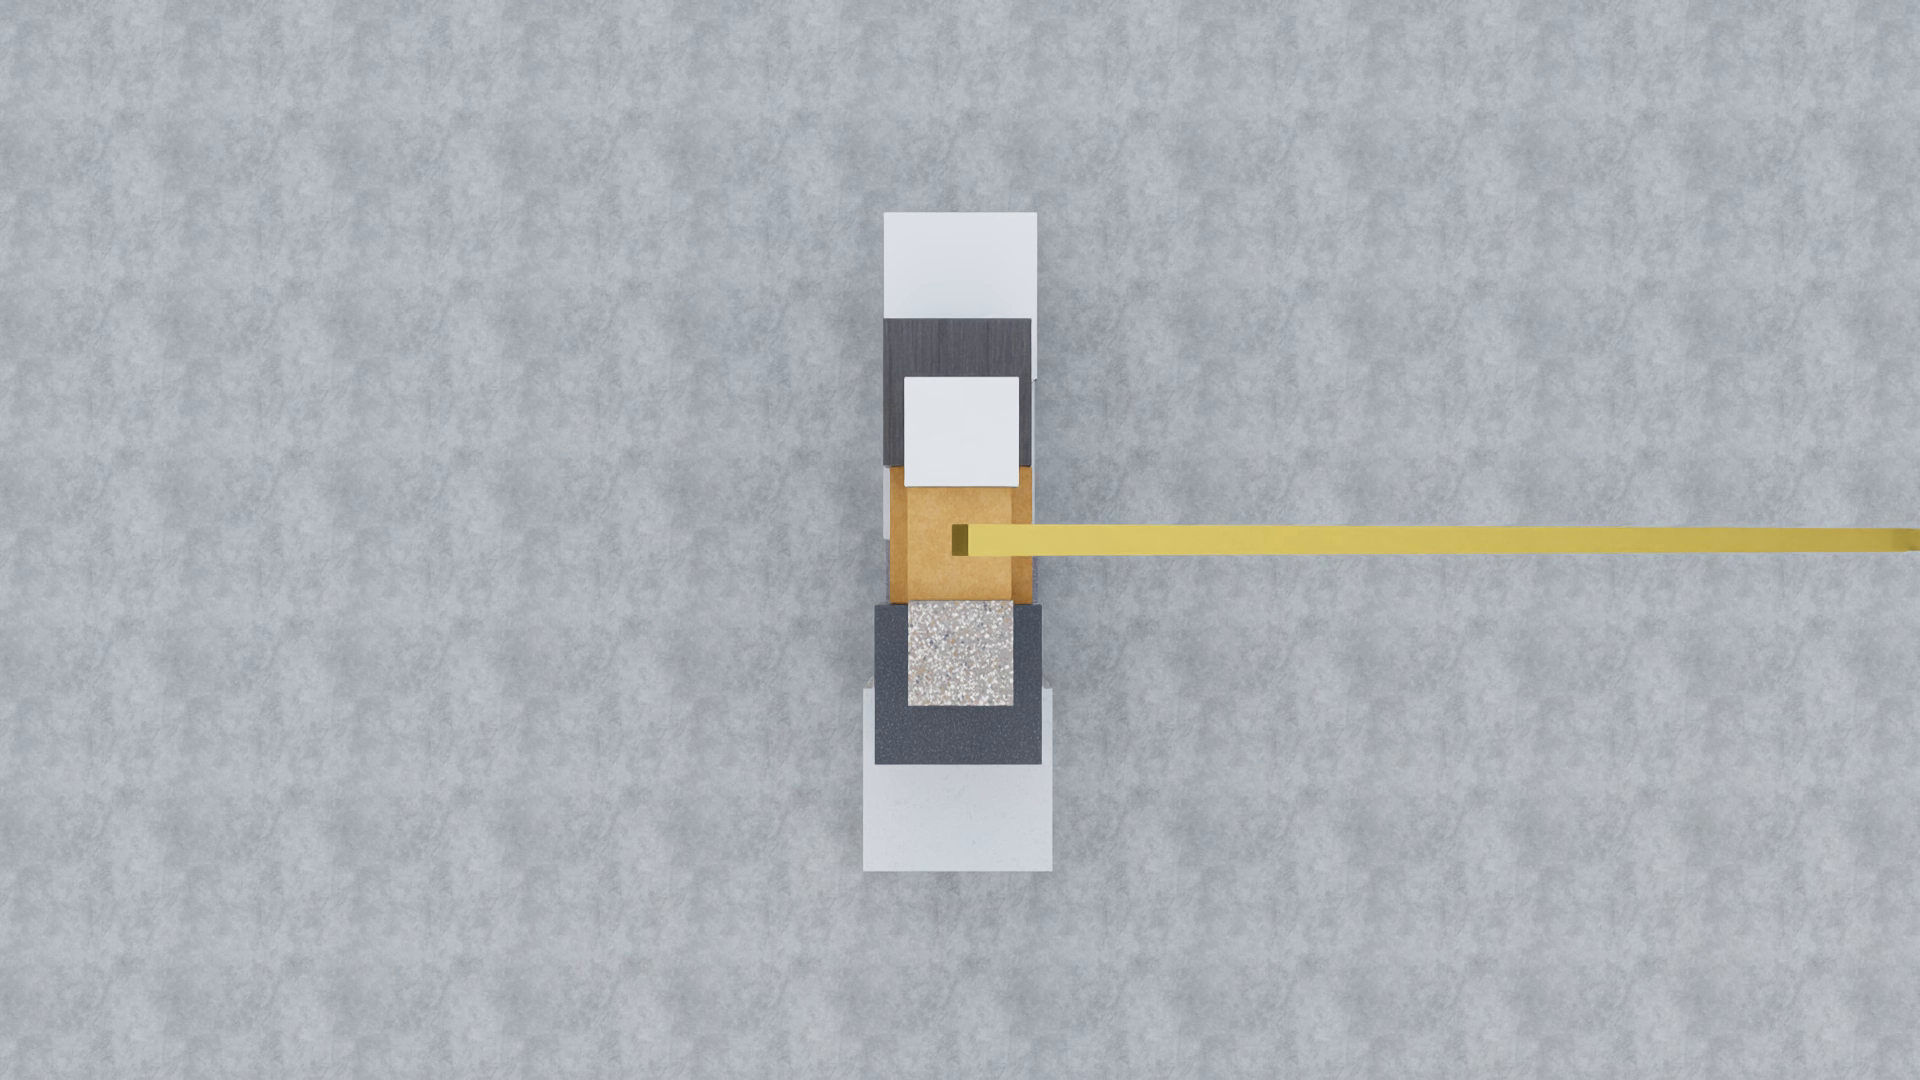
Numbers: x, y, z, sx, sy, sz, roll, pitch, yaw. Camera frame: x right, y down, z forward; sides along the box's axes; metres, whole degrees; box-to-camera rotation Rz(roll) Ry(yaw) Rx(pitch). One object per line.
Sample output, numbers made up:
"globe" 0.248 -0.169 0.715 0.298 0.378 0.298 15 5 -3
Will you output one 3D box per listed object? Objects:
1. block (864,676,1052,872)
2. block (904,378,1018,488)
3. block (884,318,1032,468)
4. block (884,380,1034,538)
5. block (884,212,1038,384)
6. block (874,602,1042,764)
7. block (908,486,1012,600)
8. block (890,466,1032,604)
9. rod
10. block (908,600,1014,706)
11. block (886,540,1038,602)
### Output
"block" -0.012 1.303 12.469 1.026 1.063 0.990 0 90 0
"block" 0.008 -0.528 10.931 0.554 0.493 0.529 0 90 0
"block" -0.013 -0.760 11.623 0.755 0.894 0.748 0 91 0
"block" -0.005 -0.441 12.553 0.832 0.894 0.870 0 90 0
"block" 0.003 -1.342 12.534 0.840 0.932 0.911 0 90 0
"block" -0.009 0.734 11.496 0.842 0.884 0.803 0 89 0
"block" -0.002 0.015 11.026 0.505 0.590 0.557 0 90 0
"block" 0.005 -0.026 11.713 0.734 0.785 0.711 0 90 0
"rod" 2.212 0.000 6.934 5.200 0.080 0.080 0 90 -32
"block" 0.004 0.548 10.836 0.507 0.441 0.506 0 89 0
"block" 0.011 0.401 12.560 0.836 0.880 0.794 0 90 0
